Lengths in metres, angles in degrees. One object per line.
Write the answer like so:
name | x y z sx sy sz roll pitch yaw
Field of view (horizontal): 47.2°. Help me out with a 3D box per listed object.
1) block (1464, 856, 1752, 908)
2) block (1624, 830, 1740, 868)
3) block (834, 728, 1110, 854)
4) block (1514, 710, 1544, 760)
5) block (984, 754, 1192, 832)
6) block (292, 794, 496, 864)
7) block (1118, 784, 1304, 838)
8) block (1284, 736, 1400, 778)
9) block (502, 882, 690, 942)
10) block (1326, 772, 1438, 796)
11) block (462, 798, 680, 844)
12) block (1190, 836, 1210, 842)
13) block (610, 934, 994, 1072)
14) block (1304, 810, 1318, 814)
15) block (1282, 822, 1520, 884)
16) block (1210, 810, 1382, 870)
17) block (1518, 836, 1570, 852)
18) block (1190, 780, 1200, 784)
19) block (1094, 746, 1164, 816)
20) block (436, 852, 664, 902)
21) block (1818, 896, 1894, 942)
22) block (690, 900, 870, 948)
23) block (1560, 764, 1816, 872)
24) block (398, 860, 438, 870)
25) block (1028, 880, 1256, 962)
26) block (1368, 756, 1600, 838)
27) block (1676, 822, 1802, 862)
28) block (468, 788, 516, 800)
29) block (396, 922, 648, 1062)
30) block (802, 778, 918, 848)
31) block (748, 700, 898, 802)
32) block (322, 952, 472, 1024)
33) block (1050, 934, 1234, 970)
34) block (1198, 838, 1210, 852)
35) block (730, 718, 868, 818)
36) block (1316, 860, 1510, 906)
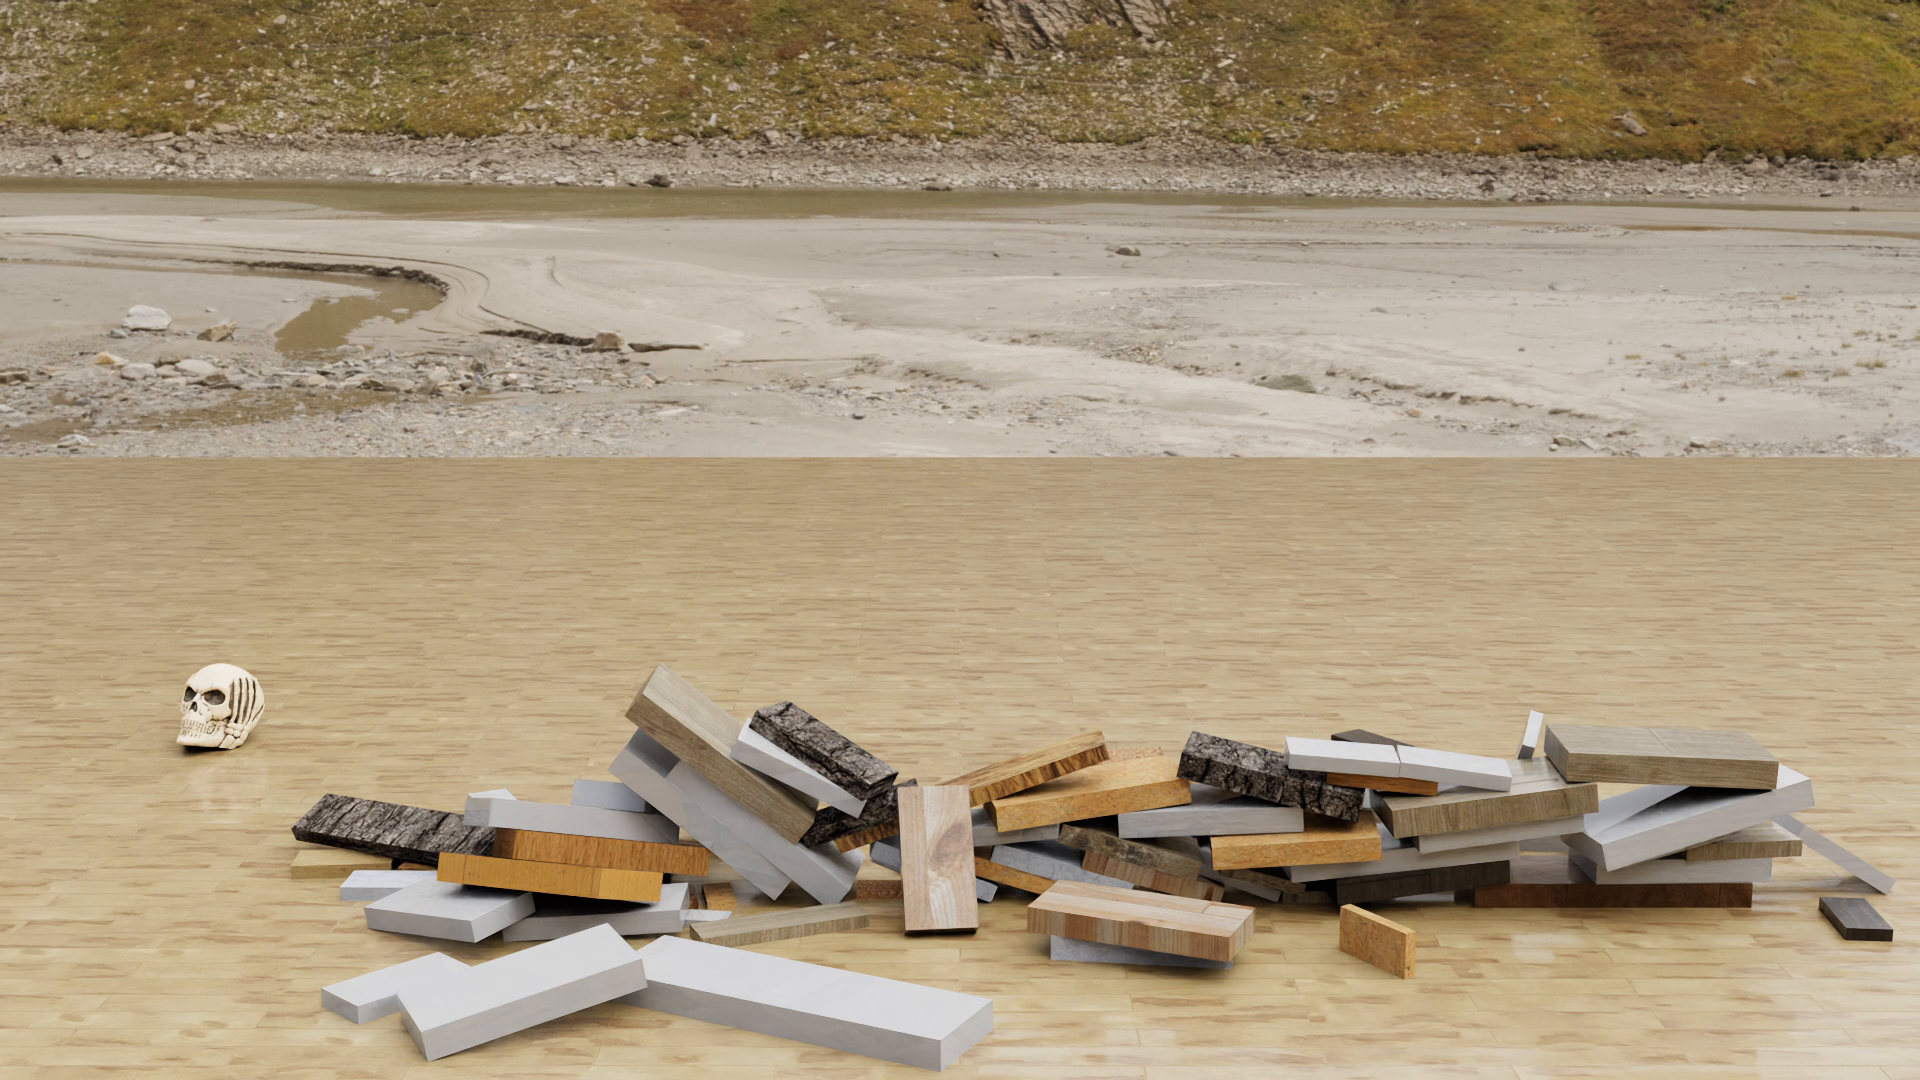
block | 1.070 0.569 3.670 0.453 0.041 0.145 0 11 0
block | 1.160 0.481 3.602 0.198 0.028 0.099 -15 12 -4
block | 0.018 0.412 3.628 0.469 0.027 0.096 -20 12 3
block | 0.952 0.418 3.786 0.021 0.316 0.075 16 51 12
block | 0.207 0.418 3.643 0.322 0.042 0.149 -8 10 -8
block | -0.967 0.504 3.806 0.430 0.028 0.099 4 34 30
block | 0.413 0.445 3.645 0.299 0.042 0.149 -3 10 5
block | 0.620 0.353 3.576 0.176 0.025 0.088 5 13 2
block | -0.578 0.593 3.510 0.279 0.036 0.127 -3 11 0
block | 0.686 0.381 3.584 0.176 0.025 0.088 6 13 7
block | -0.643 0.466 3.644 0.320 0.045 0.160 10 -10 -26
block | 0.485 0.458 3.850 0.247 0.035 0.123 -15 18 -23
block | -0.238 0.661 3.163 0.558 0.045 0.160 5 12 27
block | 0.594 0.497 3.787 0.112 0.032 0.223 -2 -18 6
block | 0.717 0.505 3.627 0.375 0.038 0.135 -6 11 -3
block | 0.544 0.490 3.588 0.269 0.038 0.135 -4 11 5
block | 1.078 0.525 3.930 0.223 0.032 0.112 1 11 5
block | 0.458 0.460 4.068 0.150 0.021 0.075 9 -7 -34
block | 0.242 0.424 3.824 0.247 0.123 0.035 -6 36 21
block | -0.649 0.533 3.479 0.320 0.045 0.160 1 -10 28
block | 1.434 0.607 3.522 0.072 0.020 0.143 1 11 5
block | -0.285 0.612 3.493 0.277 0.020 0.072 -4 11 -23
block | 1.179 0.440 3.583 0.365 0.047 0.166 -16 12 -7
block | -0.864 0.562 3.757 0.167 0.024 0.084 2 11 9
block | 0.279 0.583 3.382 0.322 0.039 0.139 5 11 23
block | 0.849 0.416 3.583 0.331 0.047 0.166 -7 12 -2
block | 1.275 0.498 3.638 0.198 0.028 0.099 -1 11 -7
block | -0.864 0.498 4.109 0.072 0.020 0.144 -5 12 -27
block | -0.625 0.641 3.135 0.319 0.045 0.160 -15 16 -24
block | -0.162 0.450 3.626 0.192 0.027 0.096 -19 12 7
block | -0.224 0.346 3.627 0.231 0.033 0.116 31 15 17
block | -0.823 0.657 3.231 0.099 0.028 0.198 10 14 43
block | 0.286 0.616 3.421 0.277 0.039 0.139 2 11 8
block | 0.457 0.511 3.861 0.121 0.034 0.242 15 24 24
block | -0.259 0.373 3.607 0.231 0.033 0.116 26 13 -4
block | 0.743 0.542 3.637 0.290 0.041 0.145 -6 11 -6
